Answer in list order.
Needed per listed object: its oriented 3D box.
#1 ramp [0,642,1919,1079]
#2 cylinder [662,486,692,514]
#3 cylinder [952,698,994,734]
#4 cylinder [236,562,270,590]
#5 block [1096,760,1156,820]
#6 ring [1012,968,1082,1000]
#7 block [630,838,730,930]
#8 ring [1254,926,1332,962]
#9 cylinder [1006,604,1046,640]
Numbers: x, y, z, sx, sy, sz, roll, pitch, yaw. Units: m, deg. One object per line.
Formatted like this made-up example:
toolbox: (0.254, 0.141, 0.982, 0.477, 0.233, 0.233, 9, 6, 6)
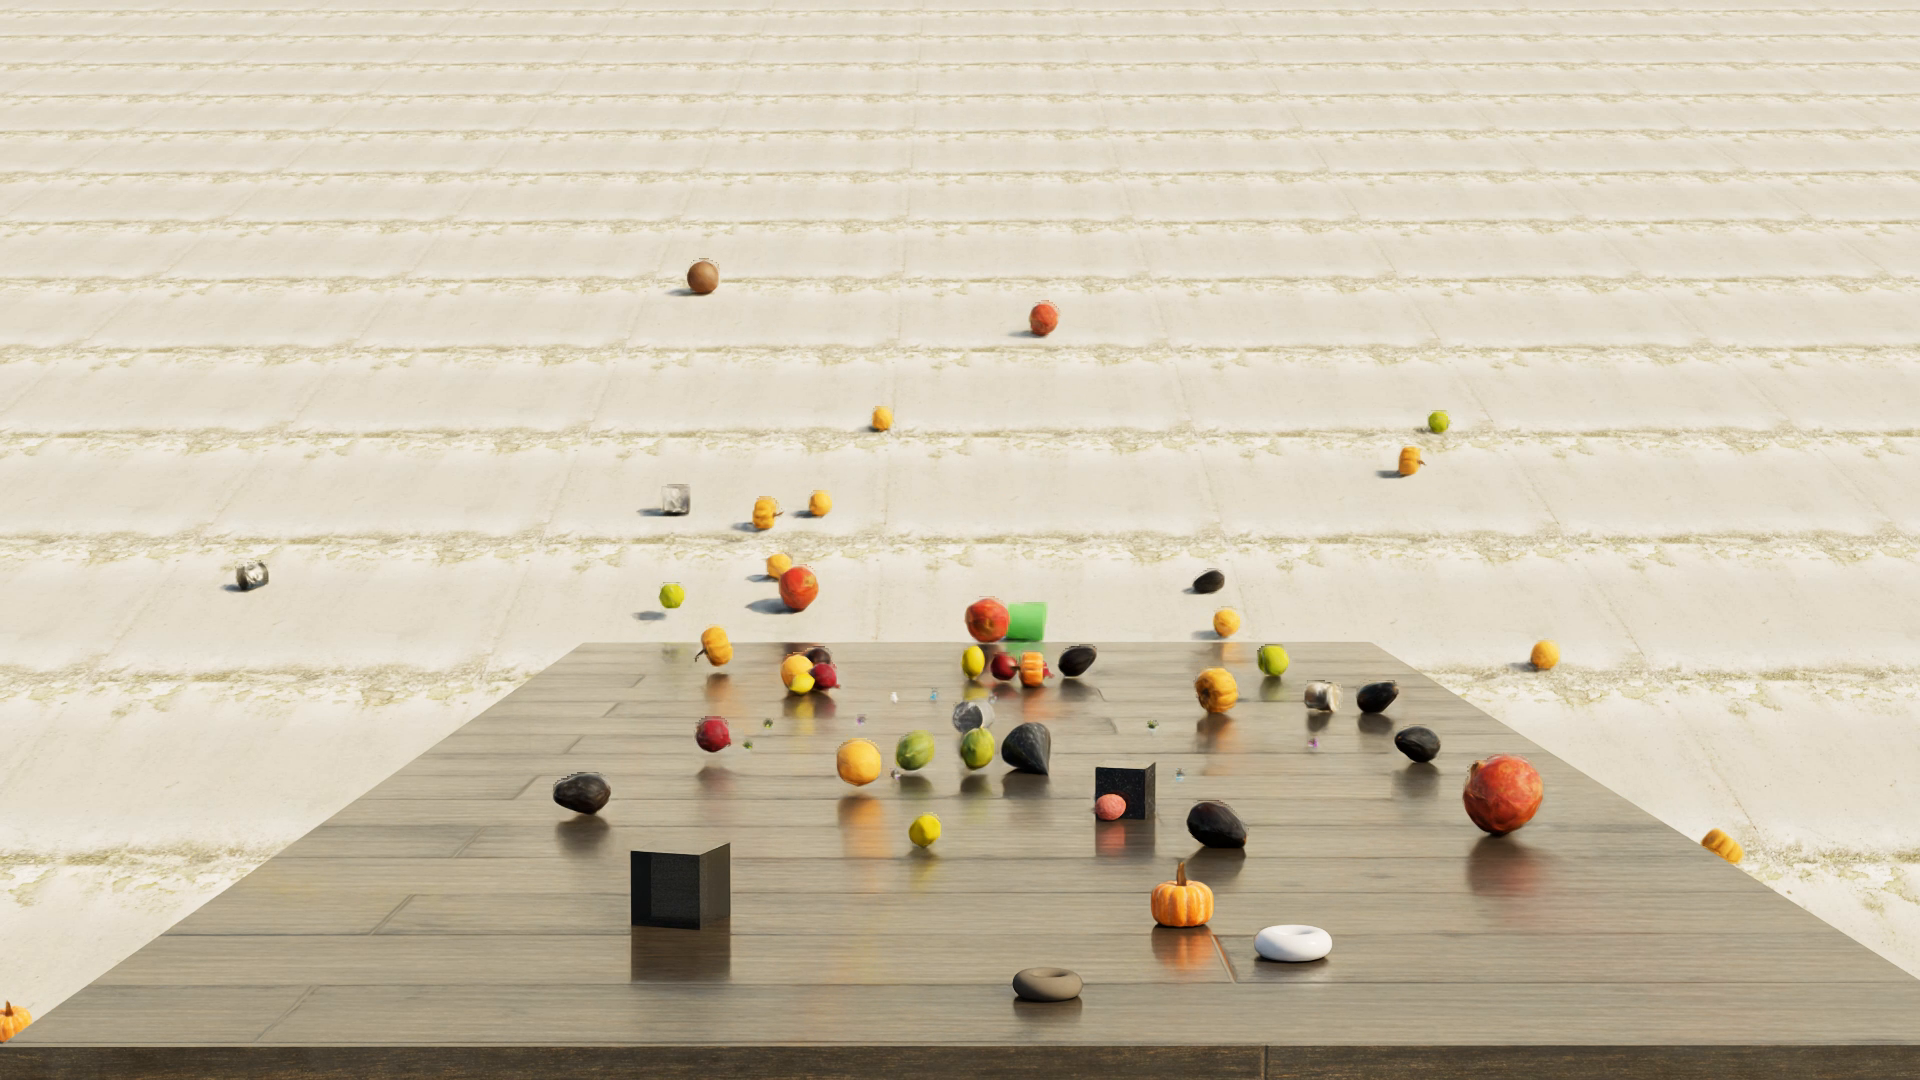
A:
ramp: (0.047, 0.429, 4.533, 2.000, 0.100, 4.000, 0, 3, 0)
cylinder: (-0.850, -0.120, 7.706, 0.078, 0.078, 0.078, -3, 20, 2)
cylinder: (0.024, 0.331, 4.818, 0.061, 0.061, 0.061, 8, 6, 20)
cylinder: (-1.964, 0.101, 7.132, 0.065, 0.065, 0.065, -16, 26, -40)
block: (0.251, 0.379, 3.897, 0.077, 0.077, 0.077, 1, 4, 16)
ring: (0.093, 0.474, 2.742, 0.075, 0.025, 0.075, 1, 2, 0)
block: (-0.340, 0.418, 3.127, 0.091, 0.091, 0.091, 1, 4, 19)
ring: (0.380, 0.460, 2.932, 0.089, 0.030, 0.089, -1, 3, 0)
cylinder: (0.174, 0.216, 6.772, 0.095, 0.095, 0.095, 4, 21, 8)
